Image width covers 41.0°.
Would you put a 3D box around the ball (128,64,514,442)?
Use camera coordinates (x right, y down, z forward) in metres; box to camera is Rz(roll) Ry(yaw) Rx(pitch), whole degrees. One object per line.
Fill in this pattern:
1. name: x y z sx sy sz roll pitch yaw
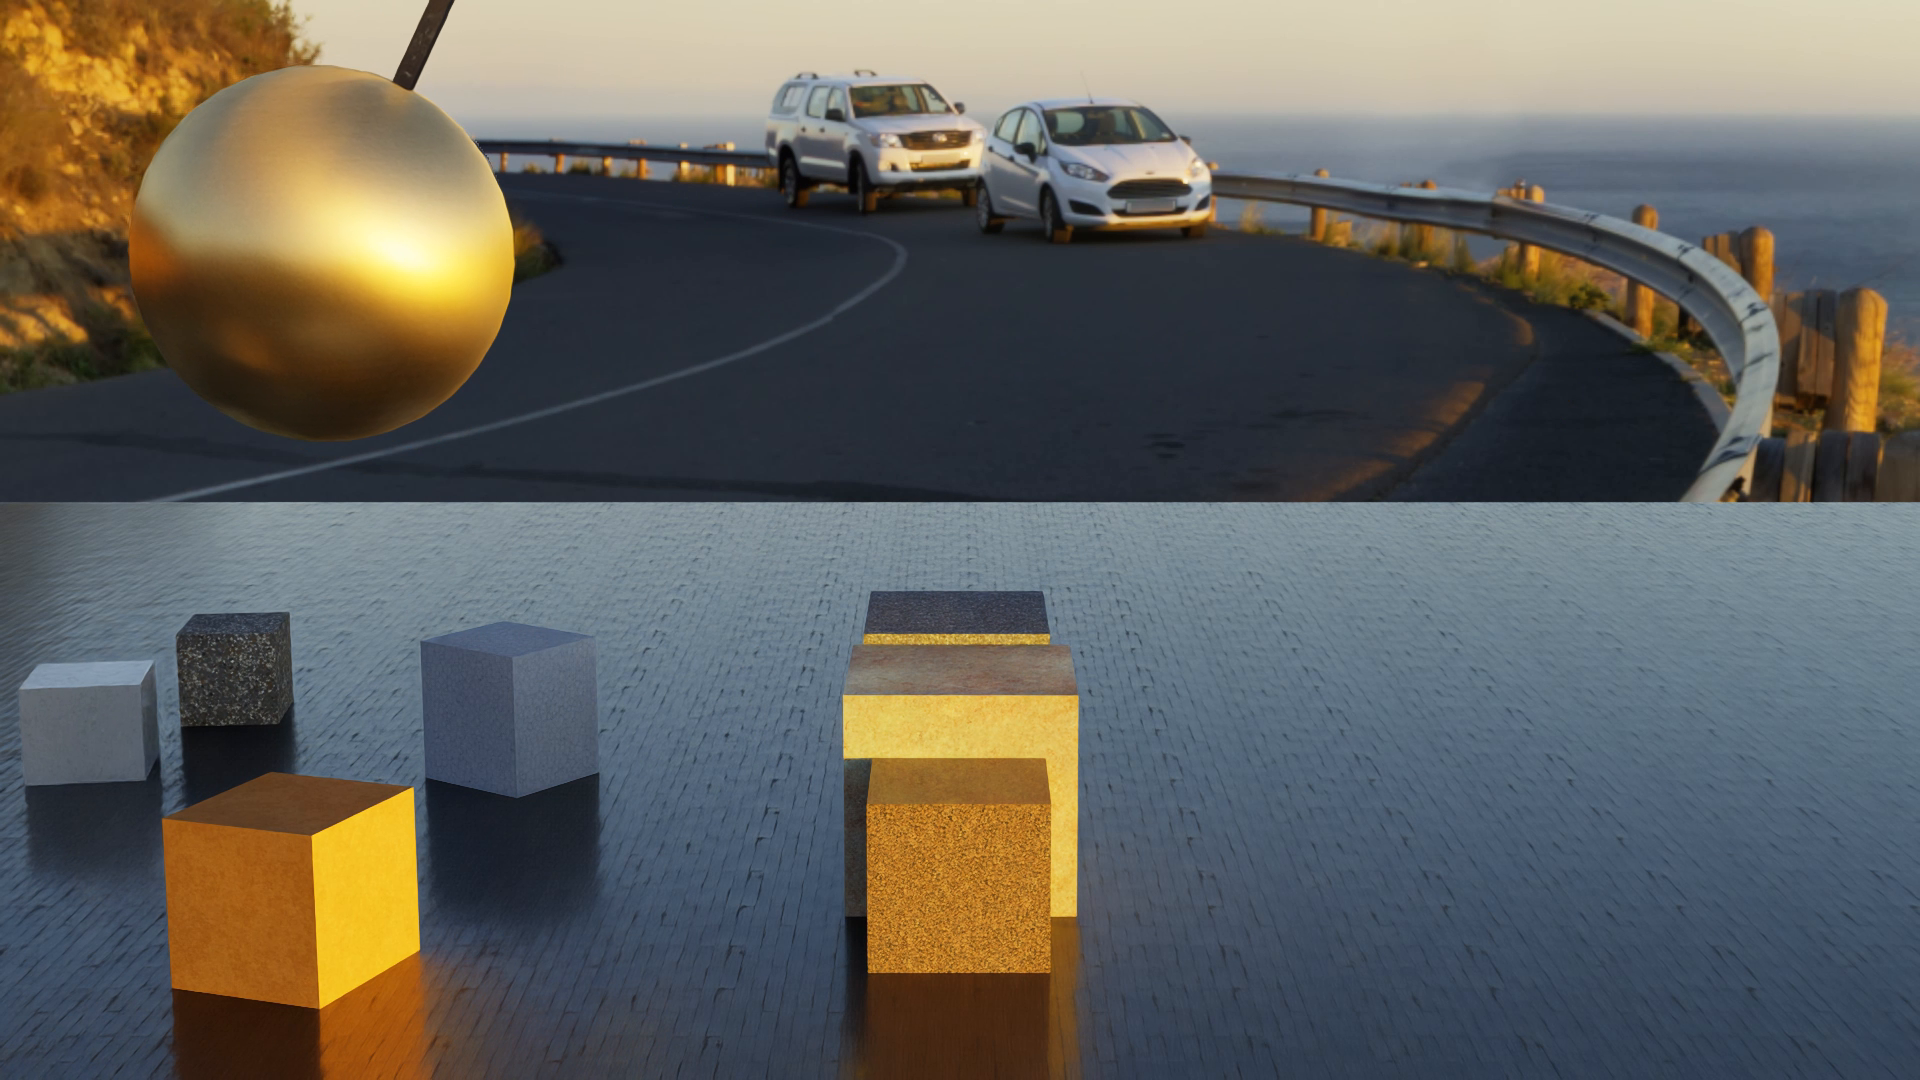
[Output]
1. ball: -2.714 -1.217 10.959 1.600 1.600 1.600 0 10 0

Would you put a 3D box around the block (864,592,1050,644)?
1. block: -0.015 0.832 12.177 0.843 1.005 0.982 0 10 0

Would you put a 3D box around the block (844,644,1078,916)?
1. block: 0.005 1.031 11.213 0.978 0.959 0.960 0 10 0

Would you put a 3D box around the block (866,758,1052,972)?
1. block: -0.004 1.311 10.422 0.722 0.692 0.682 0 10 0

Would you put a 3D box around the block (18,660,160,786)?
1. block: -4.430 0.926 13.082 0.581 0.497 0.553 -2 10 -10

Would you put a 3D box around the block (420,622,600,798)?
1. block: -2.269 0.844 12.949 0.646 0.707 0.581 7 13 35

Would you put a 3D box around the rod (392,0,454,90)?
1. rod: -1.176 -4.200 10.417 0.080 5.200 0.080 27 9 -5

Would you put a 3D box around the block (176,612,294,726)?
1. block: -4.015 0.711 14.231 0.521 0.510 0.555 -1 10 -6

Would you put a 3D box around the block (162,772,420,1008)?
1. block: -2.630 1.367 10.136 0.672 0.684 0.712 4 11 19
